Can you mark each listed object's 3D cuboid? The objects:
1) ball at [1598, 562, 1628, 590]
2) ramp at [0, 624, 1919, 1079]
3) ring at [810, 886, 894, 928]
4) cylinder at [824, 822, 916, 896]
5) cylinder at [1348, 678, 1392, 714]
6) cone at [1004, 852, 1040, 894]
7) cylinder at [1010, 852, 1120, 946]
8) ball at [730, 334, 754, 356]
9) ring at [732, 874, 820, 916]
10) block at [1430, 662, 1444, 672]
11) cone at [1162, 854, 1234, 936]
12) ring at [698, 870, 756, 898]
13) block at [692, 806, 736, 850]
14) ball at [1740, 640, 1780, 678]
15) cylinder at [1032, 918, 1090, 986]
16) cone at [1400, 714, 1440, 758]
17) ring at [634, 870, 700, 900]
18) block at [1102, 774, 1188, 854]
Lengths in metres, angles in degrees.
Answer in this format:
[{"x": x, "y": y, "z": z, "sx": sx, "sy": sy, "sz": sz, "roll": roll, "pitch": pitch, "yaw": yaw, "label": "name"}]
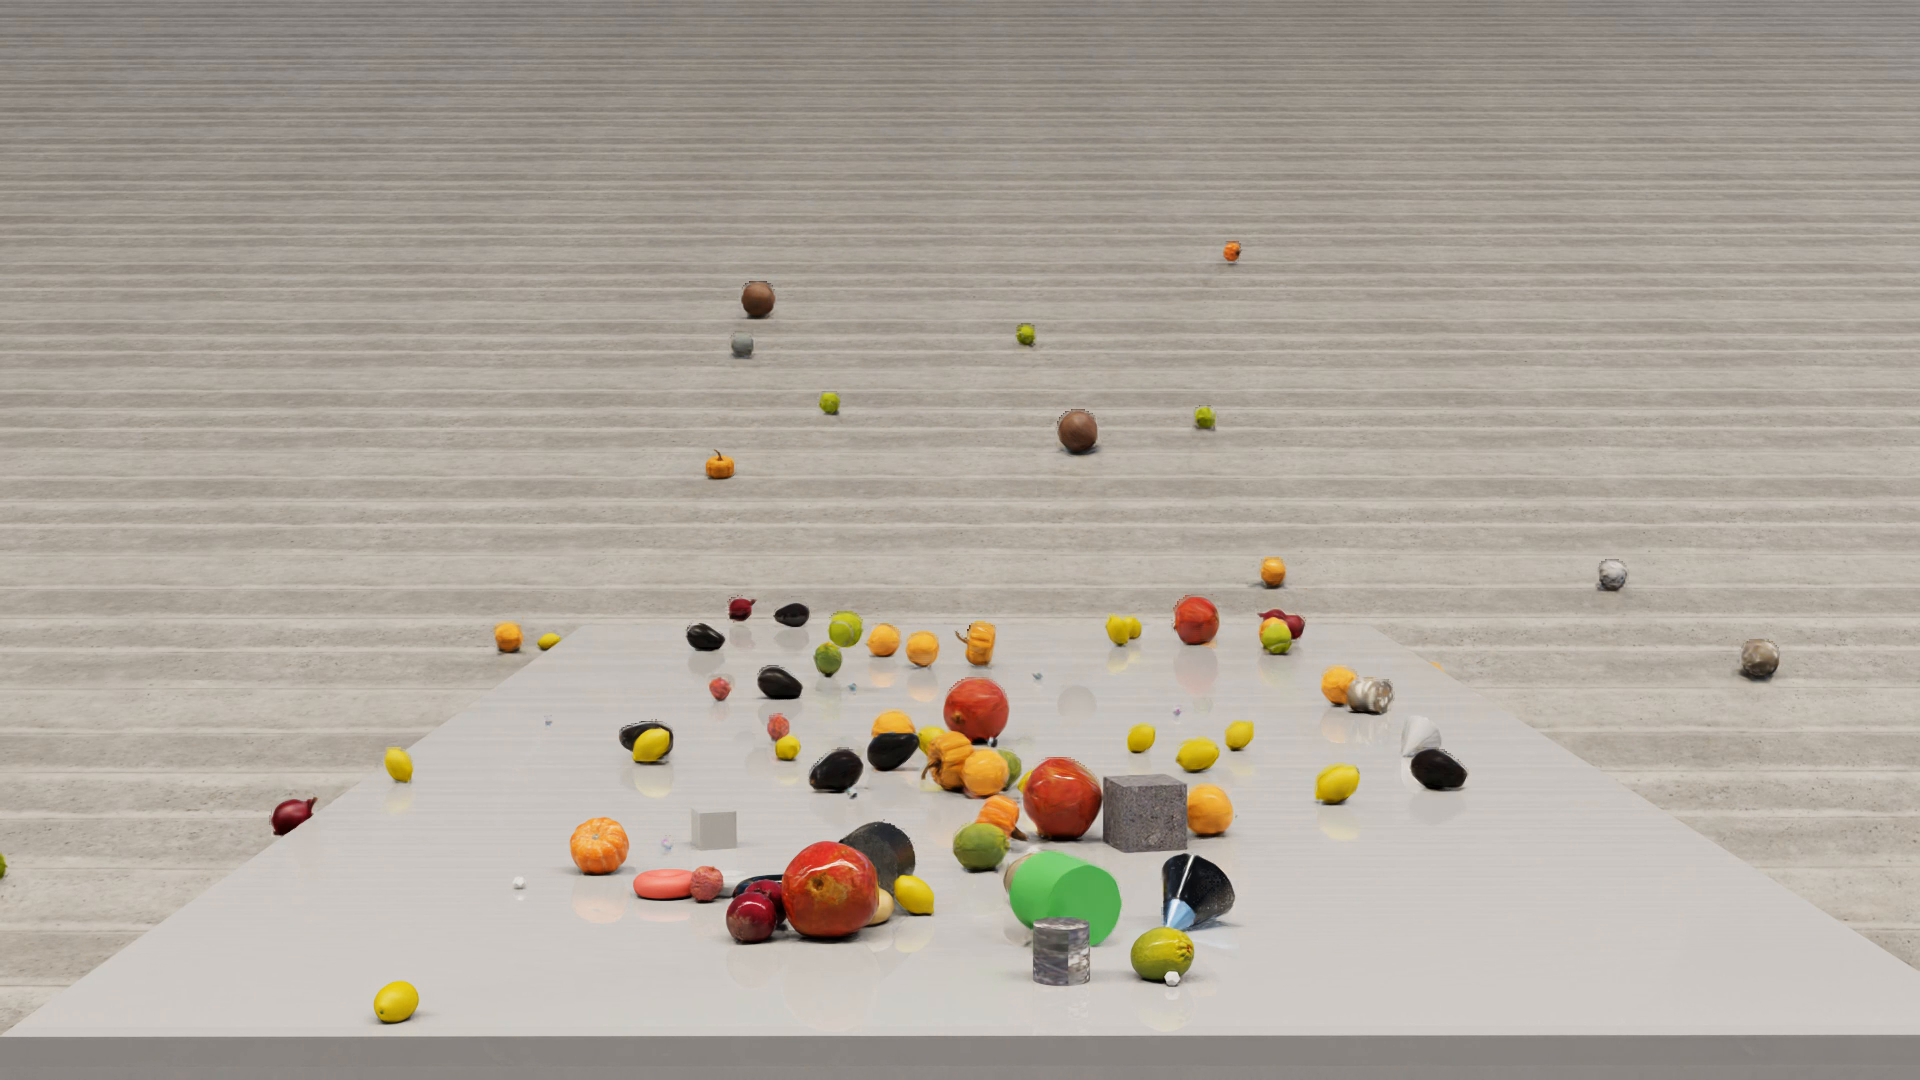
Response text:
[{"x": 1.796, "y": 0.097, "z": 7.057, "sx": 0.076, "sy": 0.076, "sz": 0.076, "roll": 0, "pitch": 19, "yaw": 0, "label": "ball"}, {"x": 0.045, "y": 0.403, "z": 4.539, "sx": 2.000, "sy": 0.100, "sz": 4.000, "roll": 0, "pitch": 4, "yaw": 0, "label": "ramp"}, {"x": -0.129, "y": 0.438, "z": 3.065, "sx": 0.101, "sy": 0.034, "sz": 0.101, "roll": -2, "pitch": 7, "yaw": 0, "label": "ring"}, {"x": -0.111, "y": 0.401, "z": 3.158, "sx": 0.094, "sy": 0.094, "sz": 0.094, "roll": 4, "pitch": 5, "yaw": 12, "label": "cylinder"}, {"x": 0.781, "y": 0.297, "z": 4.886, "sx": 0.062, "sy": 0.062, "sz": 0.062, "roll": 2, "pitch": 16, "yaw": 40, "label": "cylinder"}, {"x": 0.098, "y": 0.433, "z": 3.139, "sx": 0.072, "sy": 0.072, "sz": 0.072, "roll": -6, "pitch": 32, "yaw": -16, "label": "cone"}, {"x": 0.121, "y": 0.414, "z": 2.957, "sx": 0.095, "sy": 0.095, "sz": 0.095, "roll": -9, "pitch": 7, "yaw": -25, "label": "cylinder"}, {"x": -0.796, "y": -0.715, "z": 9.400, "sx": 0.085, "sy": 0.085, "sz": 0.085, "roll": 0, "pitch": 19, "yaw": 0, "label": "ball"}, {"x": -0.223, "y": 0.432, "z": 3.129, "sx": 0.109, "sy": 0.036, "sz": 0.109, "roll": -1, "pitch": 3, "yaw": 0, "label": "ring"}, {"x": 1.130, "y": 0.362, "z": 6.258, "sx": 0.095, "sy": 0.095, "sz": 0.095, "roll": -2, "pitch": 19, "yaw": -6, "label": "block"}, {"x": 0.260, "y": 0.436, "z": 3.018, "sx": 0.095, "sy": 0.095, "sz": 0.095, "roll": 10, "pitch": 35, "yaw": 27, "label": "cone"}, {"x": -0.291, "y": 0.431, "z": 3.222, "sx": 0.077, "sy": 0.026, "sz": 0.077, "roll": 0, "pitch": 3, "yaw": 0, "label": "ring"}, {"x": -0.339, "y": 0.396, "z": 3.536, "sx": 0.052, "sy": 0.052, "sz": 0.052, "roll": -1, "pitch": 4, "yaw": -19, "label": "block"}, {"x": 2.010, "y": 0.299, "z": 6.446, "sx": 0.092, "sy": 0.092, "sz": 0.092, "roll": 0, "pitch": 19, "yaw": 0, "label": "ball"}, {"x": 0.110, "y": 0.444, "z": 2.769, "sx": 0.061, "sy": 0.061, "sz": 0.061, "roll": 0, "pitch": 4, "yaw": 0, "label": "cylinder"}, {"x": 0.766, "y": 0.349, "z": 4.352, "sx": 0.075, "sy": 0.075, "sz": 0.075, "roll": 11, "pitch": 45, "yaw": 29, "label": "cone"}, {"x": -0.368, "y": 0.431, "z": 3.213, "sx": 0.083, "sy": 0.028, "sz": 0.083, "roll": -1, "pitch": 3, "yaw": 0, "label": "ring"}, {"x": 0.255, "y": 0.376, "z": 3.537, "sx": 0.091, "sy": 0.091, "sz": 0.091, "roll": -1, "pitch": 4, "yaw": -15, "label": "block"}]
